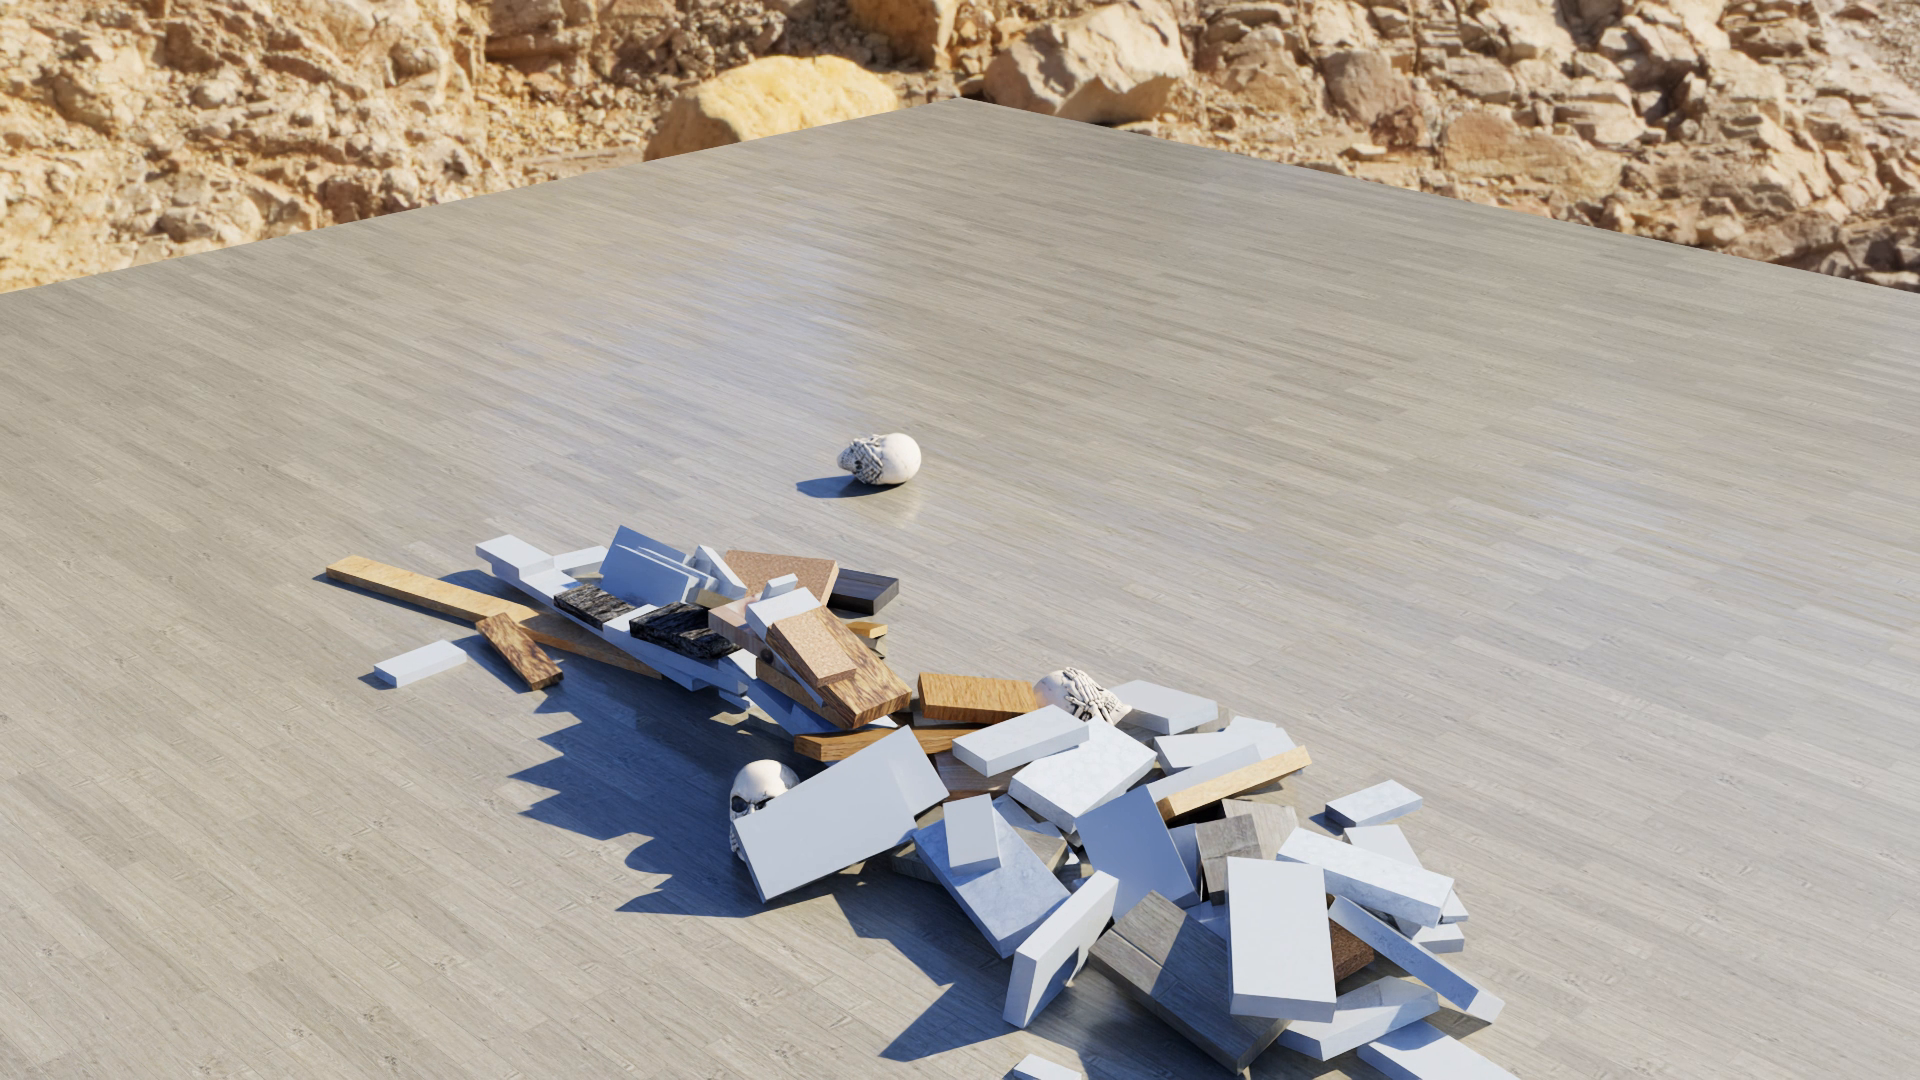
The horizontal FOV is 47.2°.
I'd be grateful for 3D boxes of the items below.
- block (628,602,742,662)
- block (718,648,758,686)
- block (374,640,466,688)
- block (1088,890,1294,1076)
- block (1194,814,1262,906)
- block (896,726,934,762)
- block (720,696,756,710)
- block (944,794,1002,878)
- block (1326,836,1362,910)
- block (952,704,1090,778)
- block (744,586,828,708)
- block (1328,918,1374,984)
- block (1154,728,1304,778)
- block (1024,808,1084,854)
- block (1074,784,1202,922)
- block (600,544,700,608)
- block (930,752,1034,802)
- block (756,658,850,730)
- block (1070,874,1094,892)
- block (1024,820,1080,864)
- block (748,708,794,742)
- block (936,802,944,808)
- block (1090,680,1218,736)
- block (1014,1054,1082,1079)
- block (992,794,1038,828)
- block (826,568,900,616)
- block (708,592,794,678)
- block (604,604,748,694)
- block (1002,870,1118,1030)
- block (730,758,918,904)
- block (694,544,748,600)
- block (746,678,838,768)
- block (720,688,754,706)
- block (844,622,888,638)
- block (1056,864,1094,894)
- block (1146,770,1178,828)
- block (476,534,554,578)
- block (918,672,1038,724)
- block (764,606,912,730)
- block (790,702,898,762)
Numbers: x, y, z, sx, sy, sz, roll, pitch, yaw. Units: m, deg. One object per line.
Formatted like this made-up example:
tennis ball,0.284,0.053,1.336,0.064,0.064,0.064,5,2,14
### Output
block,-0.599,0.204,4.947,0.283,0.040,0.141,13,25,42
block,-0.440,0.291,4.810,0.166,0.024,0.083,26,34,33
block,-1.241,0.284,5.058,0.093,0.026,0.186,21,31,40
block,0.401,0.754,3.770,0.169,0.048,0.338,-37,50,-26
block,0.499,0.585,4.034,0.108,0.031,0.216,-12,26,5
block,-0.080,0.477,4.495,0.227,0.032,0.113,36,39,23
block,-0.489,0.353,4.913,0.046,0.013,0.092,-20,30,-39
block,0.022,0.554,4.133,0.092,0.026,0.184,-13,33,3
block,0.747,0.657,4.160,0.145,0.041,0.290,-10,25,-22
block,0.123,0.404,4.443,0.250,0.035,0.125,-17,24,-30
block,-0.307,0.222,4.596,0.148,0.042,0.296,-17,47,-35
block,0.588,0.754,3.869,0.253,0.036,0.126,-25,31,-22
block,0.558,0.449,4.577,0.281,0.040,0.140,-3,22,-10
block,0.198,0.566,4.359,0.139,0.020,0.069,32,36,28
block,0.327,0.598,4.087,0.155,0.044,0.310,-27,35,3
block,-0.752,0.118,5.298,0.283,0.141,0.040,20,2,39
block,0.064,0.478,4.429,0.227,0.032,0.113,2,35,-16
block,-0.278,0.301,4.627,0.151,0.043,0.302,-19,32,-38
block,0.295,0.657,4.132,0.157,0.022,0.078,-11,46,-28
block,0.178,0.605,4.264,0.069,0.020,0.139,-11,41,-24
block,-0.373,0.399,4.790,0.166,0.024,0.083,19,29,37
block,0.019,0.525,4.404,0.227,0.032,0.113,34,38,28
block,0.418,0.361,4.754,0.134,0.038,0.267,-16,16,-32
block,0.145,0.888,3.650,0.101,0.014,0.050,15,27,31
block,0.113,0.564,4.335,0.139,0.020,0.069,42,41,23
block,-0.310,0.117,5.434,0.284,0.040,0.142,10,25,22
block,-0.394,0.202,4.733,0.148,0.042,0.296,-19,32,-38
block,-0.609,0.244,4.993,0.438,0.040,0.141,18,29,36
block,0.179,0.718,3.870,0.043,0.150,0.301,22,30,24
block,-0.256,0.554,4.192,0.323,0.162,0.046,-20,-14,-18
block,-0.598,0.122,5.299,0.038,0.133,0.265,18,12,-31
block,-0.294,0.376,4.672,0.302,0.043,0.151,38,40,25
block,-0.487,0.344,4.899,0.092,0.013,0.046,16,28,34
block,-0.228,0.211,5.170,0.076,0.022,0.152,6,4,13
block,0.213,0.651,4.170,0.157,0.022,0.078,-2,39,-5
block,0.435,0.518,4.500,0.107,0.030,0.213,16,28,33
block,-1.111,0.040,5.488,0.101,0.029,0.202,-20,30,-39
block,0.037,0.332,4.570,0.238,0.034,0.119,6,29,-11
block,-0.250,0.257,4.501,0.148,0.042,0.296,-20,49,-38
block,-0.195,0.421,4.583,0.302,0.043,0.151,39,40,26
